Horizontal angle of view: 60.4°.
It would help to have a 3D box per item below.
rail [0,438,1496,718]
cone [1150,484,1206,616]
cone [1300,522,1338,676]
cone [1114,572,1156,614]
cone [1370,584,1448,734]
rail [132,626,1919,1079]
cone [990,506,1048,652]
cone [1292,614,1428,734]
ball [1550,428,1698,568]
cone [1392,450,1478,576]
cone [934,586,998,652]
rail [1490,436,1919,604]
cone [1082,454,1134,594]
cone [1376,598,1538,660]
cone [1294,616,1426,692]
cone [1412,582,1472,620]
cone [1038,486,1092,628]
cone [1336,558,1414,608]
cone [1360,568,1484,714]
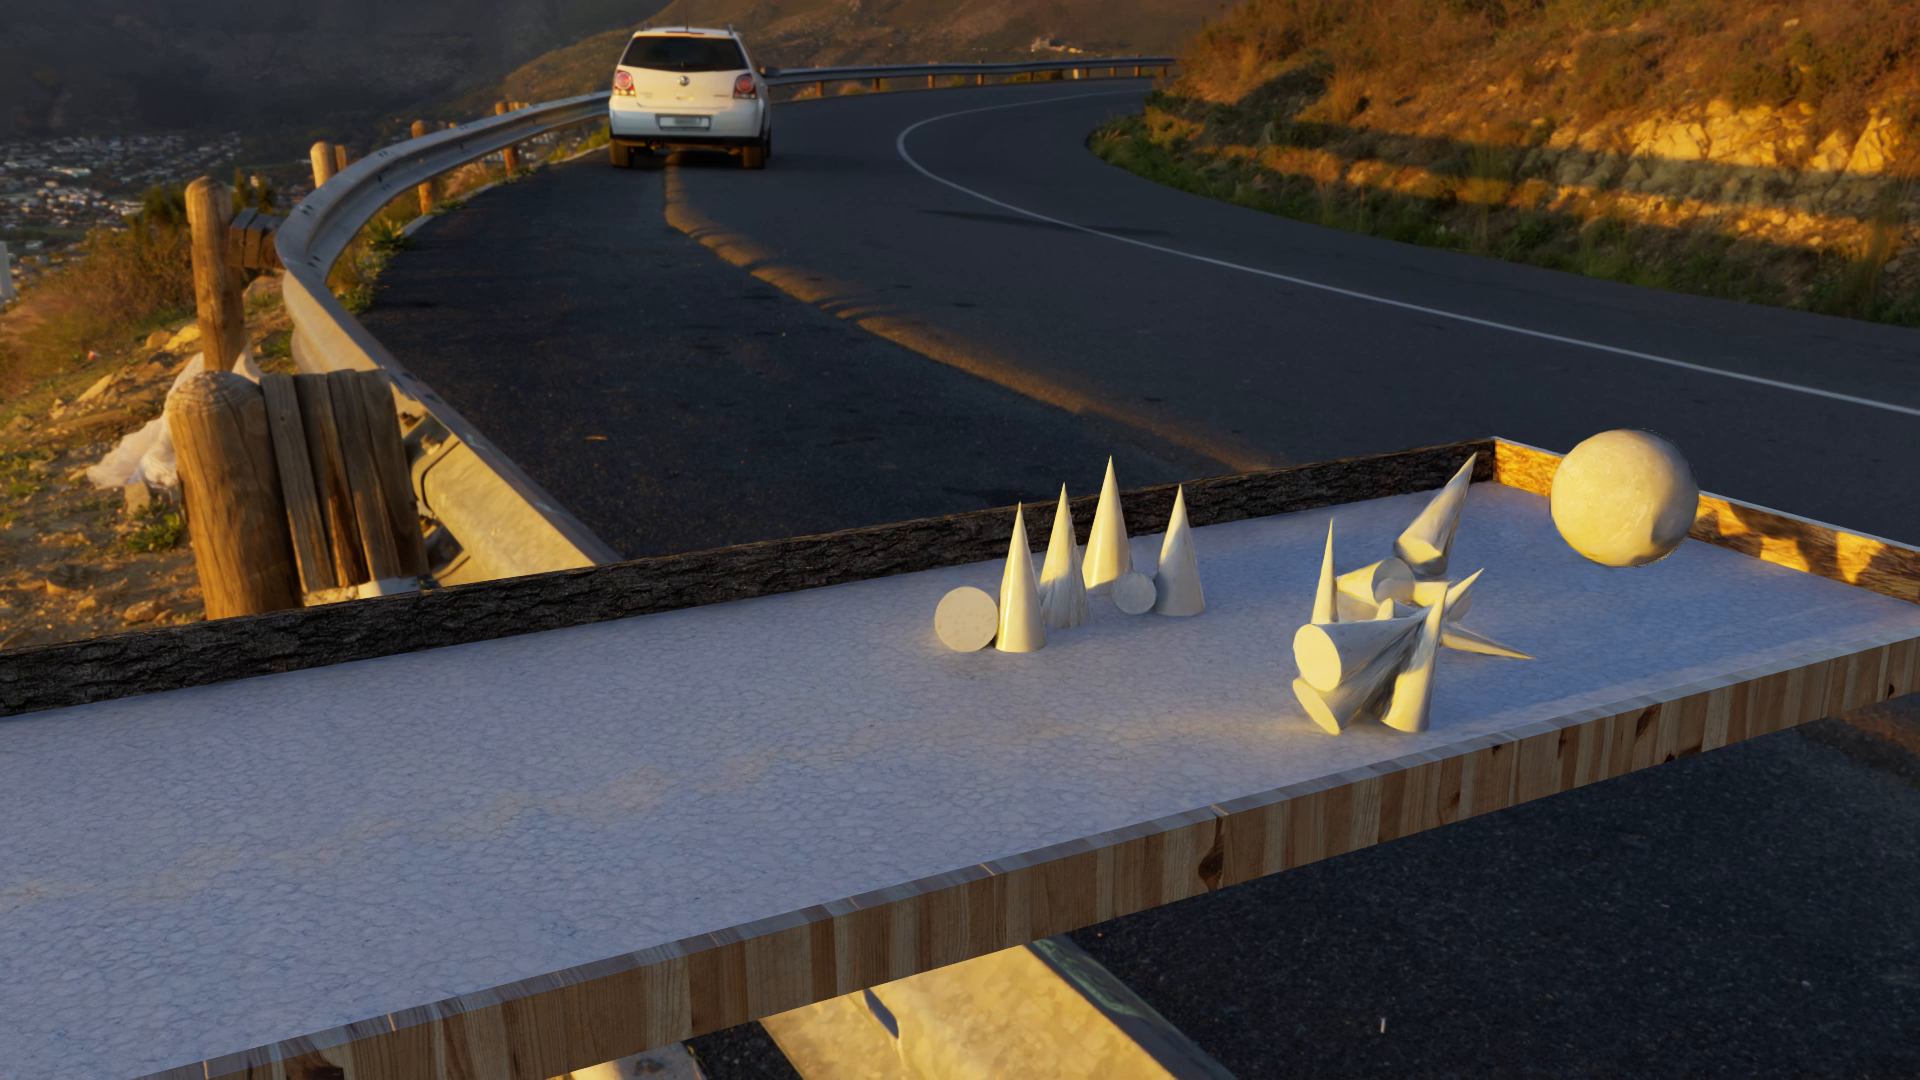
[{"bbox_3d":[-3.305,0.497,3.399,12.000,0.150,0.050,-9,18,-27],"label":"rail"},{"bbox_3d":[0.616,0.015,4.657,0.168,0.364,0.168,0,16,0],"label":"cone"},{"bbox_3d":[0.901,0.154,4.059,0.106,0.435,0.106,0,16,0],"label":"cone"},{"bbox_3d":[0.515,0.128,4.761,0.118,0.118,0.388,3,7,9],"label":"cone"},{"bbox_3d":[1.071,0.259,3.814,0.138,0.350,0.138,13,18,-4],"label":"cone"},{"bbox_3d":[-2.336,1.006,1.665,12.000,0.150,0.050,-9,18,-27],"label":"rail"},{"bbox_3d":[0.157,0.086,4.369,0.157,0.391,0.157,0,16,0],"label":"cone"},{"bbox_3d":[0.977,0.270,3.836,0.395,0.157,0.157,-36,26,-10],"label":"cone"},{"bbox_3d":[1.918,-0.121,4.769,0.399,0.399,0.399,0,16,0],"label":"ball"},{"bbox_3d":[1.491,-0.115,5.028,0.171,0.171,0.449,13,57,38],"label":"cone"},{"bbox_3d":[-0.015,0.205,4.509,0.173,0.173,0.333,-3,2,-11],"label":"cone"},{"bbox_3d":[2.466,-0.048,5.253,0.050,0.150,2.100,-9,18,-27],"label":"rail"},{"bbox_3d":[0.438,-0.057,4.839,0.176,0.400,0.176,0,16,0],"label":"cone"},{"bbox_3d":[1.299,0.258,4.264,0.438,0.110,0.110,14,15,-7],"label":"cone"},{"bbox_3d":[0.946,0.222,3.780,0.333,0.156,0.156,-17,22,-26],"label":"cone"},{"bbox_3d":[1.310,0.148,4.731,0.112,0.112,0.335,-7,10,-22],"label":"cone"},{"bbox_3d":[0.284,0.029,4.556,0.169,0.395,0.169,0,16,0],"label":"cone"},{"bbox_3d":[1.153,0.127,4.786,0.156,0.156,0.303,-8,4,-27],"label":"cone"},{"bbox_3d":[1.079,0.213,3.905,0.139,0.437,0.139,44,10,-10],"label":"cone"}]
